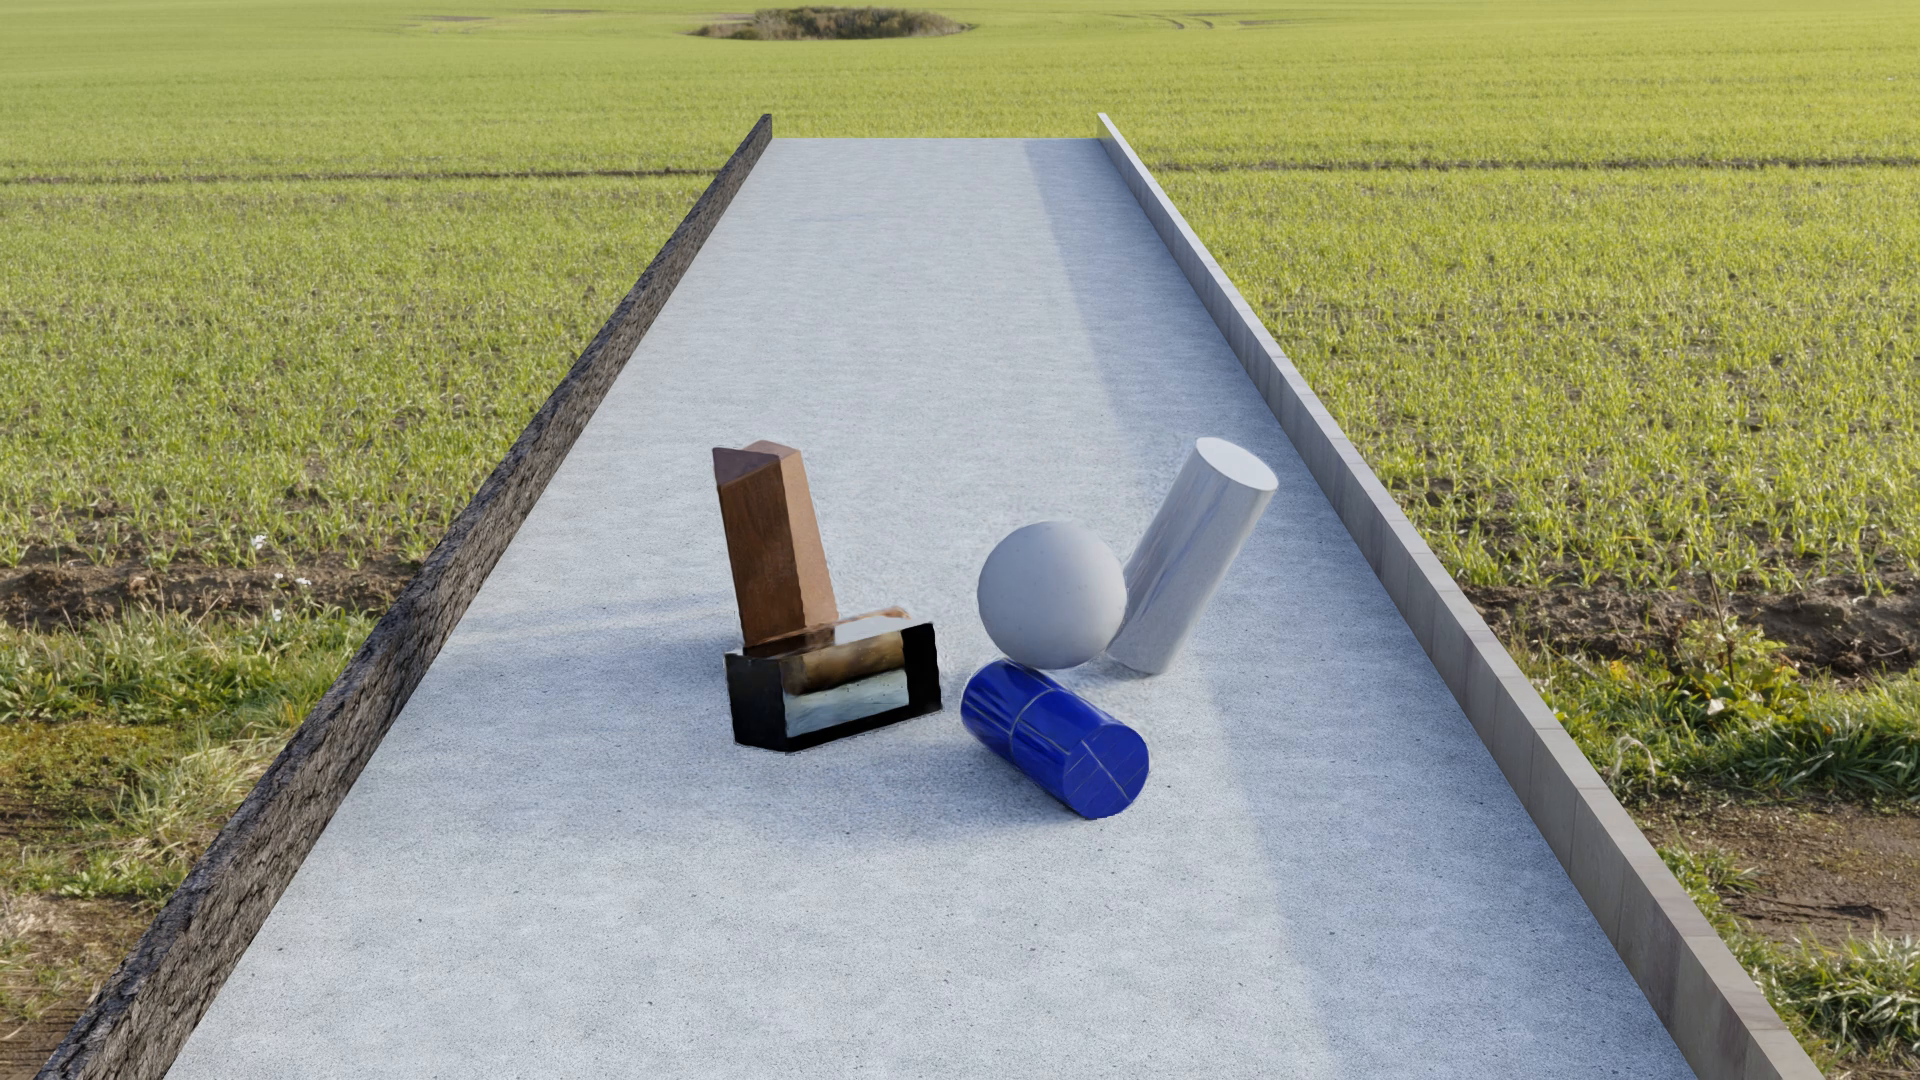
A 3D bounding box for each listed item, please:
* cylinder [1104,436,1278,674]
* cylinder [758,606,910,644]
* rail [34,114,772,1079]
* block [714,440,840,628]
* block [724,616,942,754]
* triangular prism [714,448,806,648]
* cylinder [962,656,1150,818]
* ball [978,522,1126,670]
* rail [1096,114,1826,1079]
[{"bbox_3d":[0.434,0.032,4.282,0.176,0.445,0.176,22,26,-11],"label":"cylinder"},{"bbox_3d":[-0.244,0.213,4.325,0.315,0.106,0.106,-13,21,-37],"label":"cylinder"},{"bbox_3d":[-1.118,-0.838,7.780,0.050,0.150,12.000,0,17,-1],"label":"rail"},{"bbox_3d":[-0.367,0.014,4.441,0.126,0.403,0.126,-30,31,-34],"label":"block"},{"bbox_3d":[-0.228,0.258,4.006,0.352,0.166,0.166,-12,10,-40],"label":"block"},{"bbox_3d":[-0.415,0.028,4.298,0.141,0.440,0.122,-28,39,-29],"label":"triangular prism"},{"bbox_3d":[0.159,0.337,3.804,0.165,0.165,0.372,-8,18,-26],"label":"cylinder"},{"bbox_3d":[0.163,0.099,3.896,0.264,0.264,0.264,0,17,0],"label":"ball"},{"bbox_3d":[0.932,-0.844,7.801,0.050,0.150,12.000,0,17,-1],"label":"rail"}]
